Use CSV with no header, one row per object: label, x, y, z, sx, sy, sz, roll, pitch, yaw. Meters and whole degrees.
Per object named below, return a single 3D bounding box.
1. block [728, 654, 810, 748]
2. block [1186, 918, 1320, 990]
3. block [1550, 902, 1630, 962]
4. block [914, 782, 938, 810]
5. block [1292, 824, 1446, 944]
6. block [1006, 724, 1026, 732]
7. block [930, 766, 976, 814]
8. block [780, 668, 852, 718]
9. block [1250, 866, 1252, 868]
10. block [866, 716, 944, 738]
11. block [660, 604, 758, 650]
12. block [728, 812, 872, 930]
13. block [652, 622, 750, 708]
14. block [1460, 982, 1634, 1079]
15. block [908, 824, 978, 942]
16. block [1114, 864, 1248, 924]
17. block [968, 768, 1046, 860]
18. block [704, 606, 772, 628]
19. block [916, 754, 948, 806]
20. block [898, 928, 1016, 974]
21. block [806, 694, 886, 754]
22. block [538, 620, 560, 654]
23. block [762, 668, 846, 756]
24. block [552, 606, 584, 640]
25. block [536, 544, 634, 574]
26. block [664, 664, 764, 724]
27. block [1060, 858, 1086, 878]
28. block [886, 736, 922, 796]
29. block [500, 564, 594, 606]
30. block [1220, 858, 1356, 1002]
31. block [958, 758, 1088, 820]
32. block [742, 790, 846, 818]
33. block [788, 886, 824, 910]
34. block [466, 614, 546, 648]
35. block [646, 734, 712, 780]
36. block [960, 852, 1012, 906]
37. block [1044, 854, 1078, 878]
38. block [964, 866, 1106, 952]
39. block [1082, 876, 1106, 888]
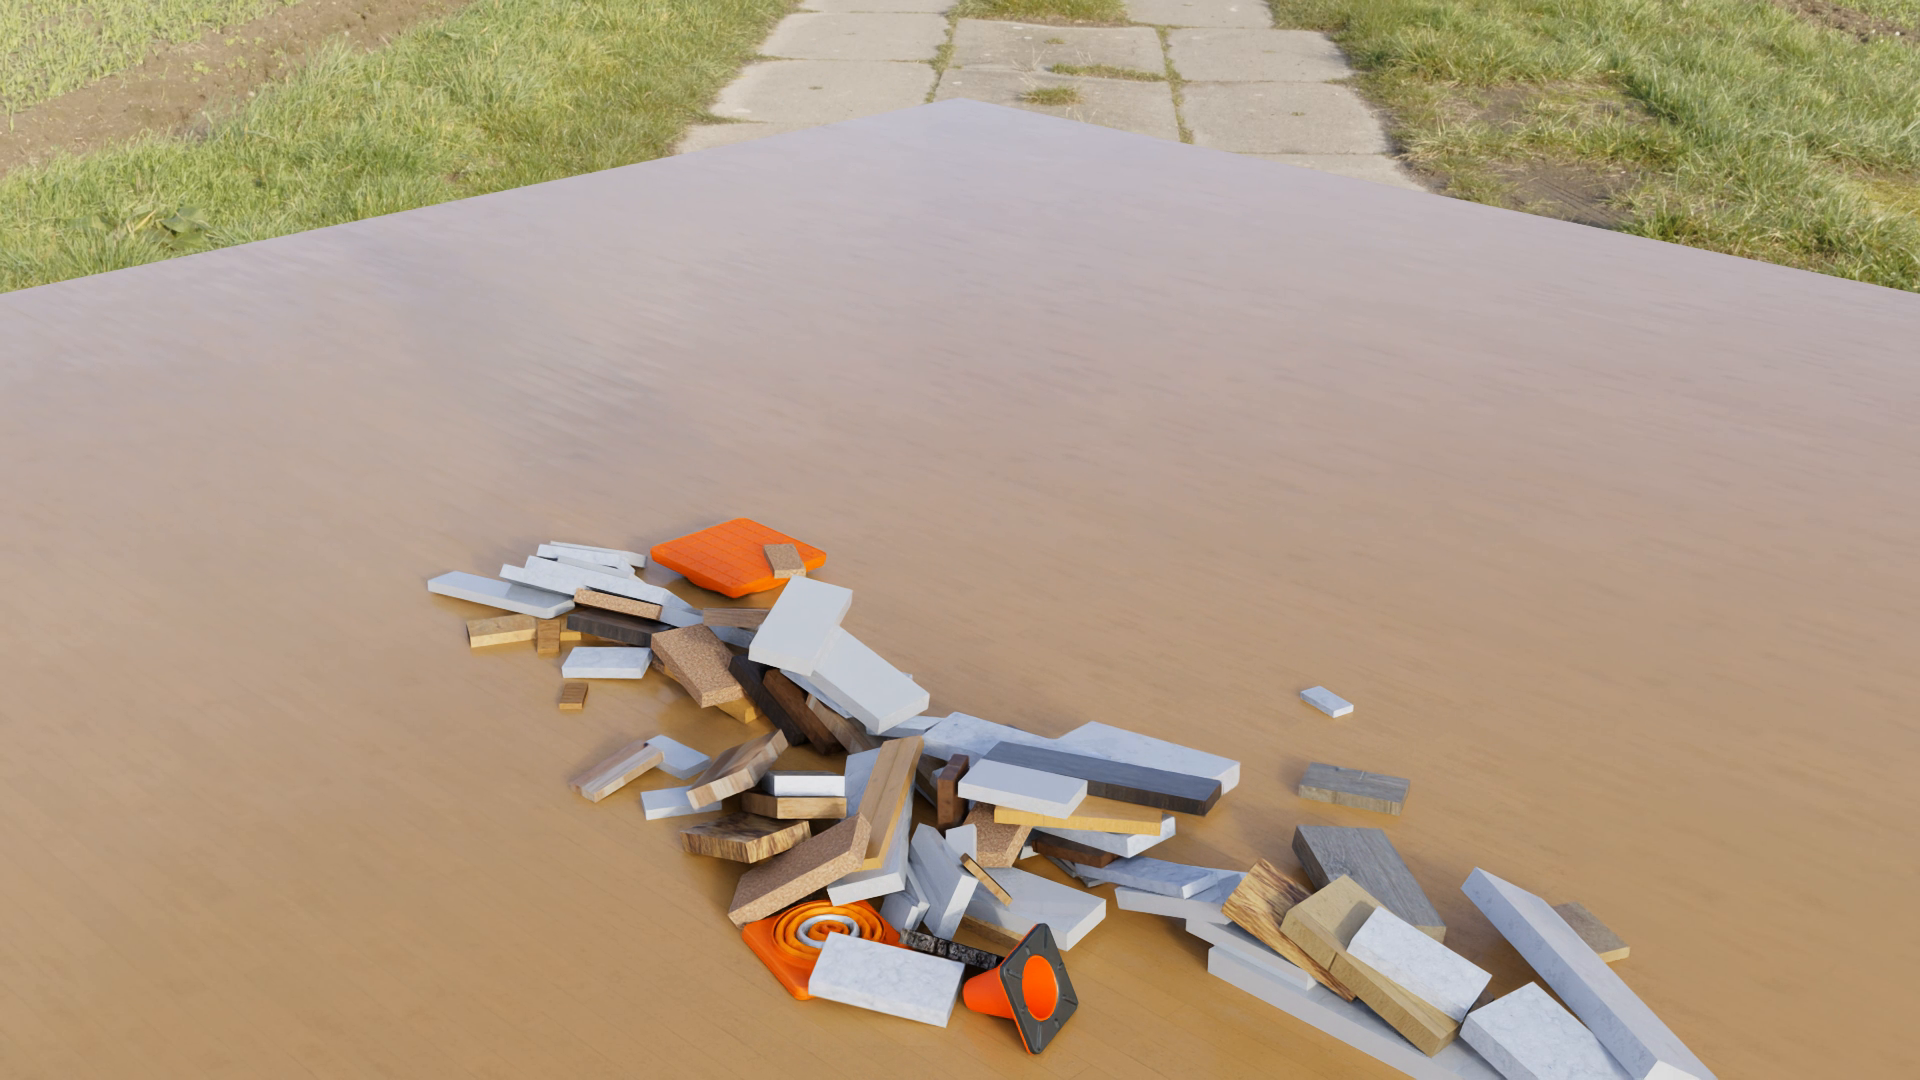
block,-0.377,0.338,4.790,0.132,0.037,0.264,-12,44,-39
block,0.551,0.707,3.926,0.268,0.038,0.134,21,31,40
block,1.144,0.721,4.033,0.081,0.023,0.162,-8,24,-19
block,-0.048,0.498,4.500,0.077,0.022,0.155,-19,47,-37
block,0.764,0.649,4.135,0.176,0.050,0.352,4,22,-12
block,0.167,0.464,4.535,0.208,0.104,0.029,21,30,40
block,0.058,0.527,4.391,0.117,0.033,0.233,-18,46,-37
block,-0.264,0.304,4.698,0.122,0.035,0.244,-11,28,-38
block,0.599,0.660,4.040,0.023,0.081,0.163,-35,31,-7
block,-0.112,0.389,4.595,0.155,0.022,0.077,1,15,36
block,-0.552,0.208,5.148,0.275,0.039,0.138,15,2,30
block,-0.296,0.614,4.080,0.275,0.039,0.138,-29,17,16
block,-0.572,0.277,4.901,0.132,0.037,0.264,-12,34,-30
block,0.989,0.865,3.553,0.167,0.047,0.334,-15,41,-35
block,-0.047,0.631,4.076,0.035,0.124,0.248,21,7,-24
block,0.425,0.641,3.999,0.134,0.038,0.268,-21,12,-39
block,0.110,0.528,4.350,0.117,0.033,0.233,-11,42,-30
block,-0.429,0.175,4.963,0.283,0.040,0.142,0,0,39
block,-0.017,0.490,4.475,0.117,0.033,0.233,-16,45,-35
block,-0.005,0.735,3.929,0.190,0.027,0.095,12,-10,25
block,-0.207,0.397,4.664,0.122,0.035,0.244,-12,45,-40
block,-0.966,0.226,5.171,0.050,0.014,0.100,-2,40,-6
block,-0.307,0.360,4.729,0.122,0.035,0.244,-11,44,-39
block,-0.940,0.200,5.264,0.072,0.020,0.144,-2,23,-5
block,-0.936,0.057,5.502,0.219,0.031,0.109,7,-19,17
block,-0.523,0.315,4.919,0.264,0.037,0.132,28,35,33
block,0.223,0.610,4.230,0.048,0.014,0.095,-17,41,-32
block,-0.094,0.467,4.565,0.077,0.022,0.155,-3,40,-23
block,-0.994,0.115,5.360,0.234,0.033,0.117,12,-15,27
block,0.602,0.678,3.836,0.268,0.038,0.134,34,40,15
block,0.119,0.471,4.170,0.220,0.031,0.110,9,22,21
block,-0.329,0.519,4.318,0.136,0.039,0.273,2,-4,-20
block,-0.298,0.651,4.198,0.077,0.022,0.154,6,24,13
block,-1.074,0.212,5.228,0.186,0.026,0.093,-7,24,-17
block,-0.609,0.459,4.651,0.157,0.022,0.078,19,29,37
block,0.048,0.617,4.002,0.016,0.113,0.056,-46,8,-3
block,0.212,0.623,4.276,0.048,0.014,0.095,-14,27,-30
block,0.119,0.670,4.063,0.269,0.038,0.135,15,27,31
block,0.244,0.628,4.232,0.048,0.014,0.095,-11,37,-25
